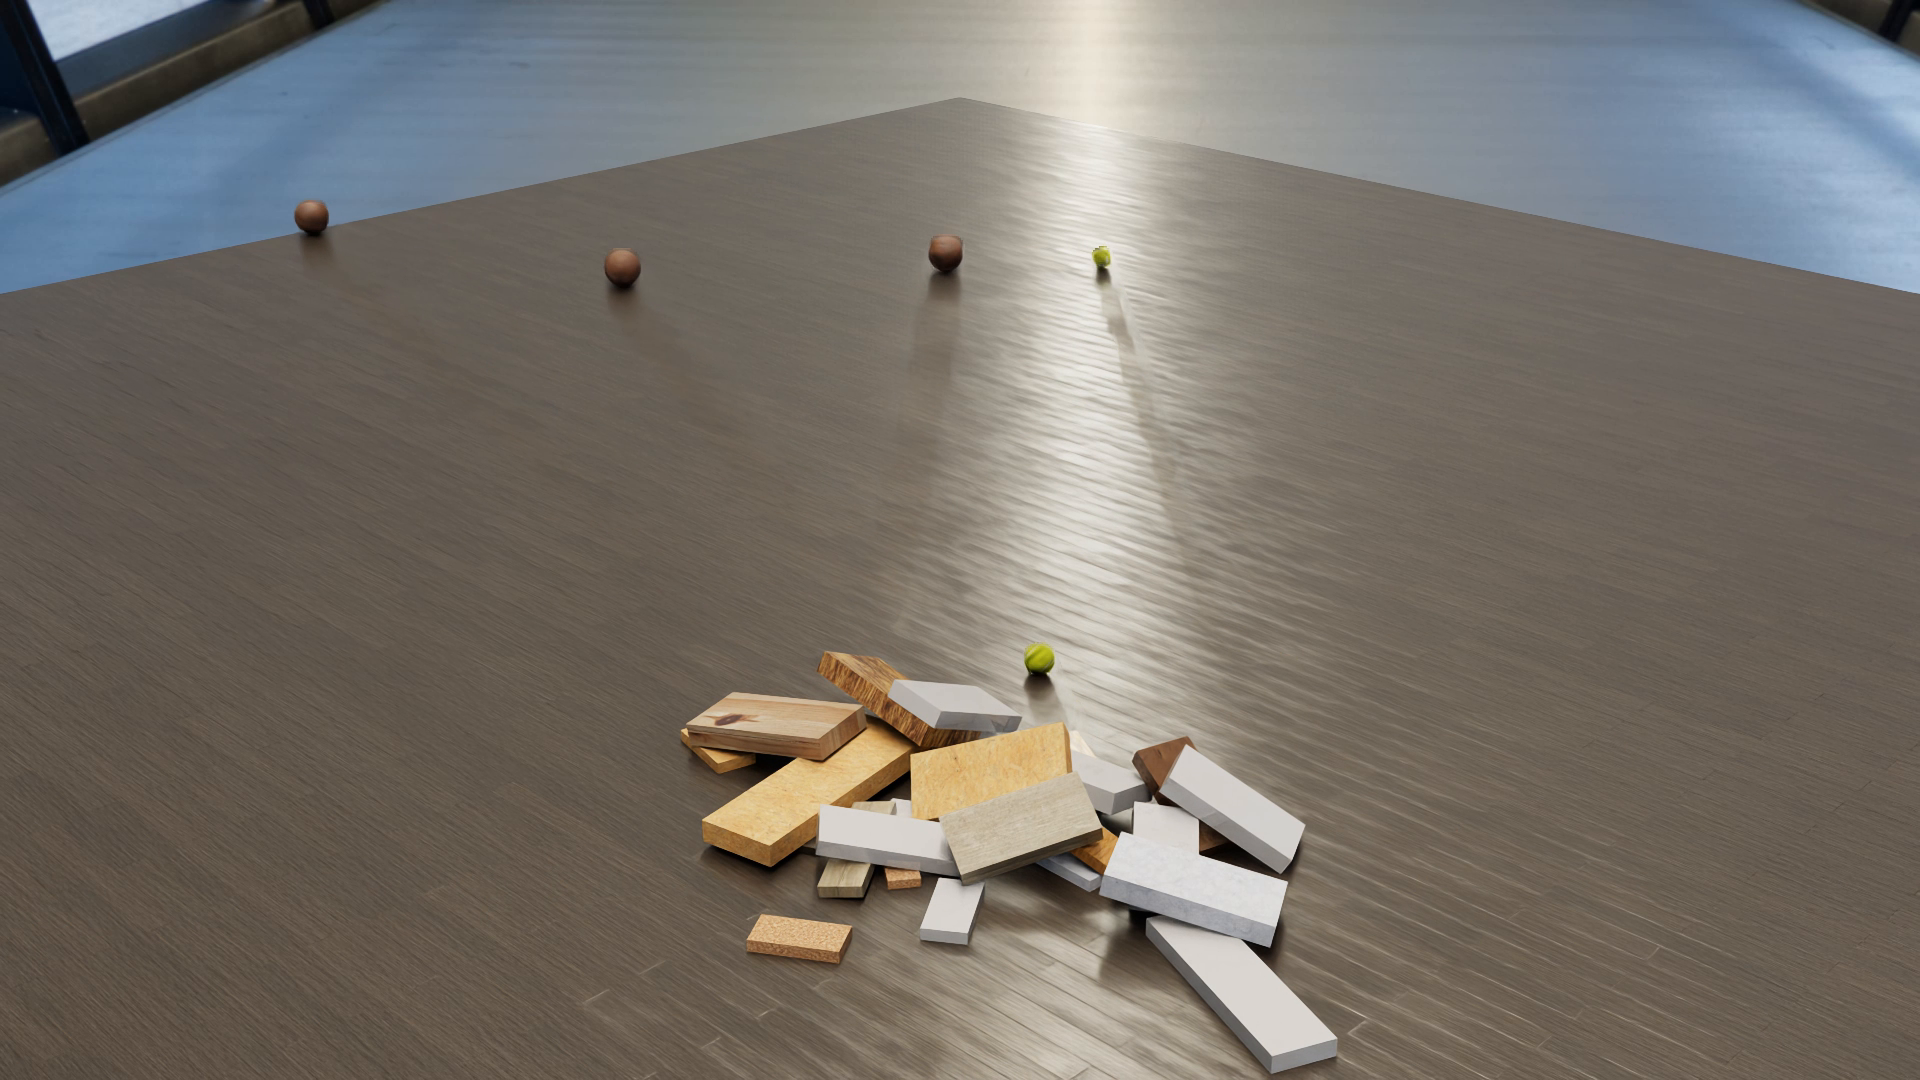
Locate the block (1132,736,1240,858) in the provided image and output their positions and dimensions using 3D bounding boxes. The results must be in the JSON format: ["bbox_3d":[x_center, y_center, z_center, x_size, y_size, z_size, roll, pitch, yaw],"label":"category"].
[{"bbox_3d":[0.459,0.511,4.367,0.126,0.036,0.252,-13,53,-28],"label":"block"}]

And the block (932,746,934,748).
[{"bbox_3d":[-0.006,0.398,4.731,0.174,0.025,0.087,-21,39,-39],"label":"block"}]

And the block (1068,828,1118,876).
[{"bbox_3d":[0.294,0.610,4.212,0.175,0.025,0.088,34,35,19],"label":"block"}]

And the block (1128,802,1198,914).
[{"bbox_3d":[0.389,0.607,4.186,0.126,0.036,0.252,8,37,0],"label":"block"}]

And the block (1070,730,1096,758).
[{"bbox_3d":[0.226,0.475,4.597,0.120,0.034,0.239,-7,24,-15],"label":"block"}]

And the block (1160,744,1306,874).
[{"bbox_3d":[0.534,0.525,4.302,0.283,0.040,0.141,34,29,4],"label":"block"}]

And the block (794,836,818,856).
[{"bbox_3d":[-0.326,0.591,4.344,0.128,0.018,0.064,8,24,18],"label":"block"}]

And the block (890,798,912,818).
[{"bbox_3d":[-0.124,0.561,4.415,0.064,0.018,0.128,6,24,14],"label":"block"}]

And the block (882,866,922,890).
[{"bbox_3d":[-0.117,0.631,4.251,0.064,0.018,0.128,-4,23,-9],"label":"block"}]

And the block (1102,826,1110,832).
[{"bbox_3d":[0.228,0.566,4.347,0.088,0.025,0.175,3,13,-25],"label":"block"}]

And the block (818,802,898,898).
[{"bbox_3d":[-0.198,0.600,4.283,0.087,0.025,0.300,-2,25,13],"label":"block"}]

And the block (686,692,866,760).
[{"bbox_3d":[-0.388,0.391,4.643,0.342,0.048,0.171,3,22,31],"label":"block"}]

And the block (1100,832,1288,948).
[{"bbox_3d":[0.432,0.642,4.053,0.322,0.046,0.161,16,25,10],"label":"block"}]

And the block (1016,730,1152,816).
[{"bbox_3d":[0.209,0.469,4.452,0.337,0.046,0.161,17,14,32],"label":"block"}]

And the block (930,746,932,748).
[{"bbox_3d":[-0.087,0.418,4.743,0.322,0.025,0.088,-18,29,-36],"label":"block"}]

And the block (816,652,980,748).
[{"bbox_3d":[-0.131,0.340,4.667,0.342,0.048,0.171,32,13,39],"label":"block"}]

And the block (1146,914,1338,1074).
[{"bbox_3d":[0.488,0.782,3.871,0.126,0.036,0.452,-9,25,-21],"label":"block"}]

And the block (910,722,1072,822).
[{"bbox_3d":[0.062,0.473,4.378,0.322,0.046,0.161,-13,49,13],"label":"block"}]

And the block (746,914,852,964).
[{"bbox_3d":[-0.292,0.727,4.015,0.174,0.025,0.087,5,24,12],"label":"block"}]

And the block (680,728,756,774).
[{"bbox_3d":[-0.516,0.440,4.691,0.088,0.025,0.176,-14,27,-30],"label":"block"}]

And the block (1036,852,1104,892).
[{"bbox_3d":[0.218,0.622,4.264,0.088,0.025,0.175,-20,30,-39],"label":"block"}]

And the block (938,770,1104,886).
[{"bbox_3d":[0.116,0.550,4.203,0.283,0.040,0.141,-17,49,-7],"label":"block"}]

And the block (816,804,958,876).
[{"bbox_3d":[-0.130,0.582,4.254,0.294,0.034,0.120,10,28,-8],"label":"block"}]

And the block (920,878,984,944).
[{"bbox_3d":[-0.013,0.691,4.100,0.088,0.025,0.176,4,23,10],"label":"block"}]

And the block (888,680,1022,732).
[{"bbox_3d":[-0.008,0.351,4.631,0.141,0.040,0.283,31,13,36],"label":"block"}]

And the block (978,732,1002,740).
[{"bbox_3d":[0.070,0.444,4.643,0.143,0.020,0.072,9,56,19],"label":"block"}]

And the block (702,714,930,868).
[{"bbox_3d":[-0.283,0.500,4.464,0.171,0.048,0.526,15,28,32],"label":"block"}]
